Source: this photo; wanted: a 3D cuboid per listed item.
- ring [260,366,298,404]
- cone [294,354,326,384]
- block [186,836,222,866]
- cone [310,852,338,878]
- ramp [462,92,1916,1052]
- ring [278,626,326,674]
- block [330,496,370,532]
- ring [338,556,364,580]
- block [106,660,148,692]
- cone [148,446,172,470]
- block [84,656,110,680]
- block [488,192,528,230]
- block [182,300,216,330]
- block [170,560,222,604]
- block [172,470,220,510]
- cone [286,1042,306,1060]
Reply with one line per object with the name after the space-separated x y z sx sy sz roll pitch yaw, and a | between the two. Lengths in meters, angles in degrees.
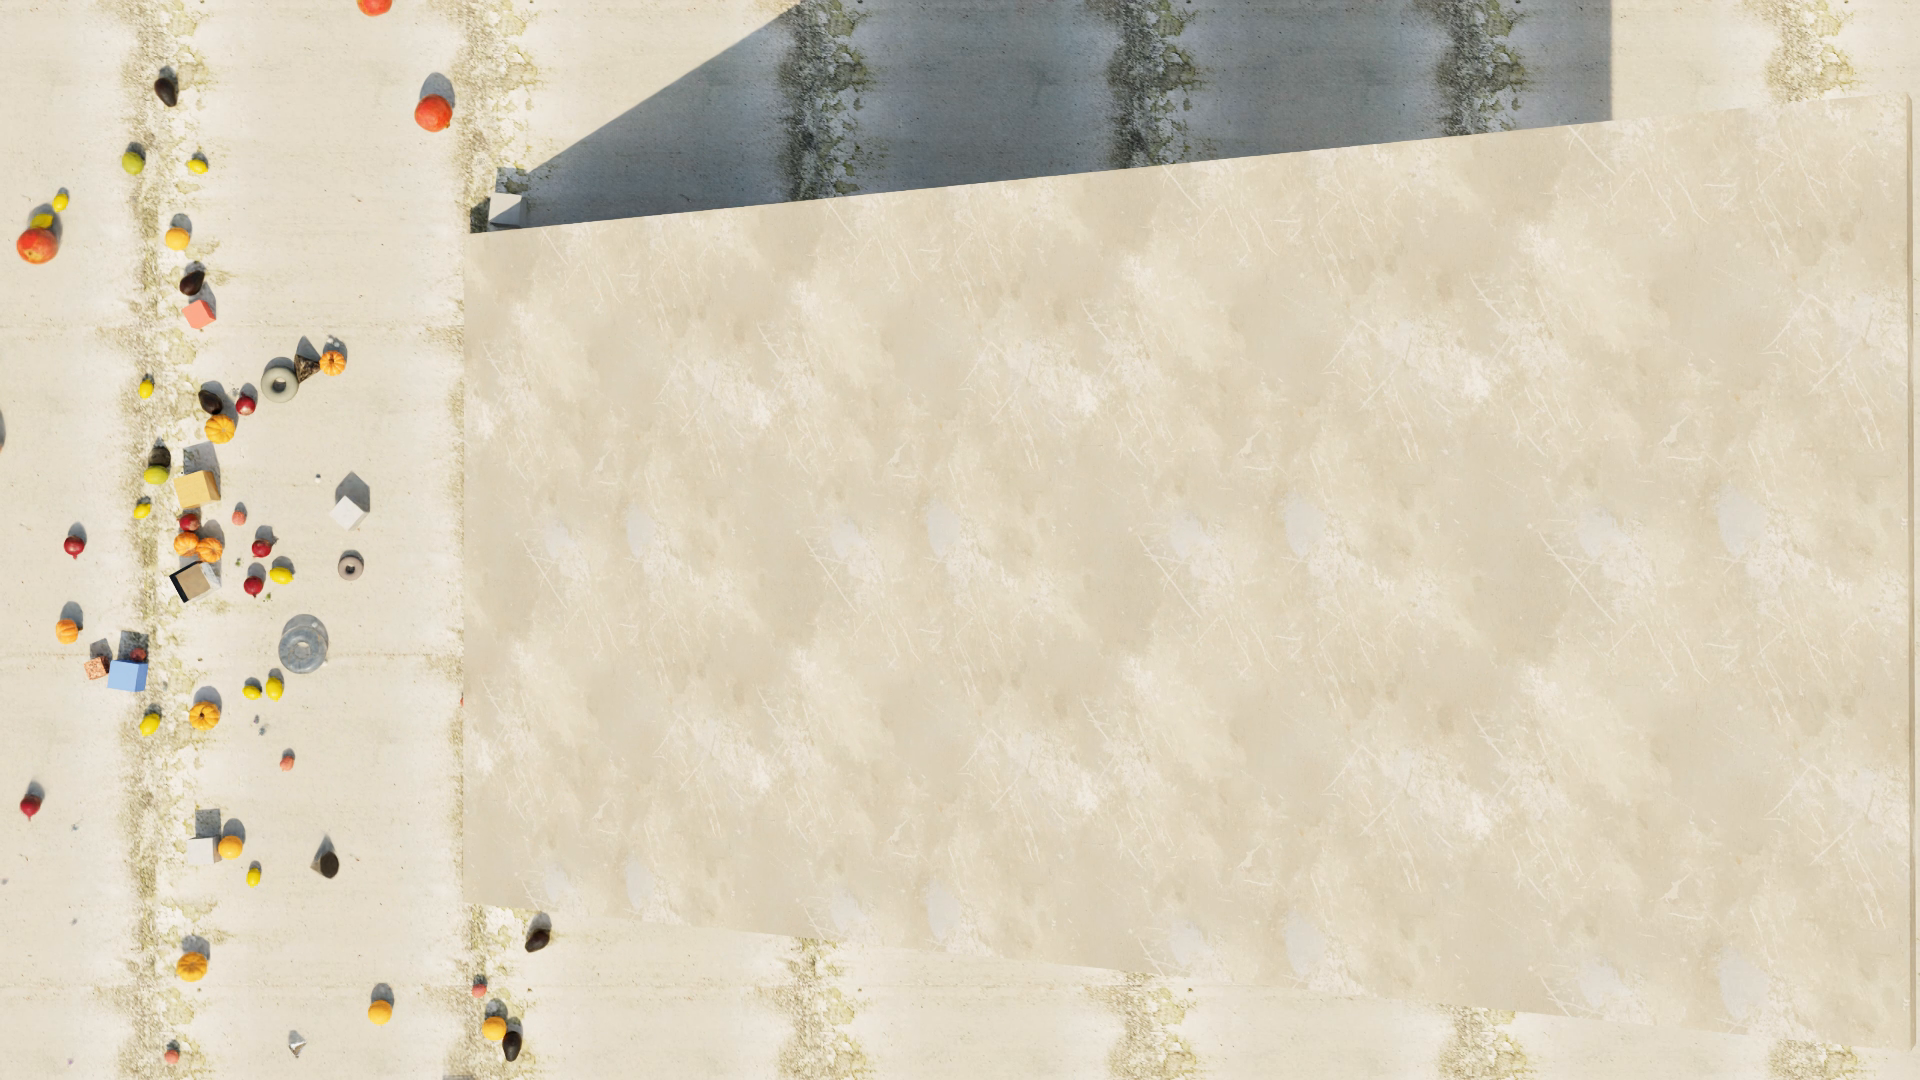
-2.059 -0.472 6.658 0.115 0.038 0.115 0 90 -1 | ring
-1.960 -0.523 6.657 0.090 0.090 0.090 -9 89 -27 | cone
-2.276 0.934 6.624 0.077 0.077 0.077 -4 89 0 | block
-1.936 0.984 6.644 0.081 0.081 0.081 -9 89 27 | cone
0.269 0.074 5.625 4.000 0.100 2.000 0 89 30 | ramp
-1.987 0.334 6.645 0.147 0.049 0.147 0 91 0 | ring
-1.842 -0.080 6.635 0.075 0.075 0.075 41 90 0 | block
-1.846 0.085 6.658 0.078 0.026 0.078 0 90 -1 | ring
-2.507 0.408 6.626 0.084 0.084 0.084 9 89 0 | block
-2.429 -0.249 6.639 0.071 0.071 0.071 0 89 0 | cone
-2.603 0.387 6.641 0.054 0.054 0.054 -22 89 0 | block
-1.364 -0.993 6.637 0.090 0.090 0.090 6 89 0 | block
-2.301 -0.681 6.647 0.062 0.062 0.062 -28 90 0 | block
-2.303 0.126 6.623 0.095 0.095 0.095 -29 90 0 | block
-2.300 -0.151 6.627 0.092 0.092 0.092 -16 89 0 | block
-1.995 1.533 6.645 0.055 0.055 0.055 -35 89 -27 | cone
